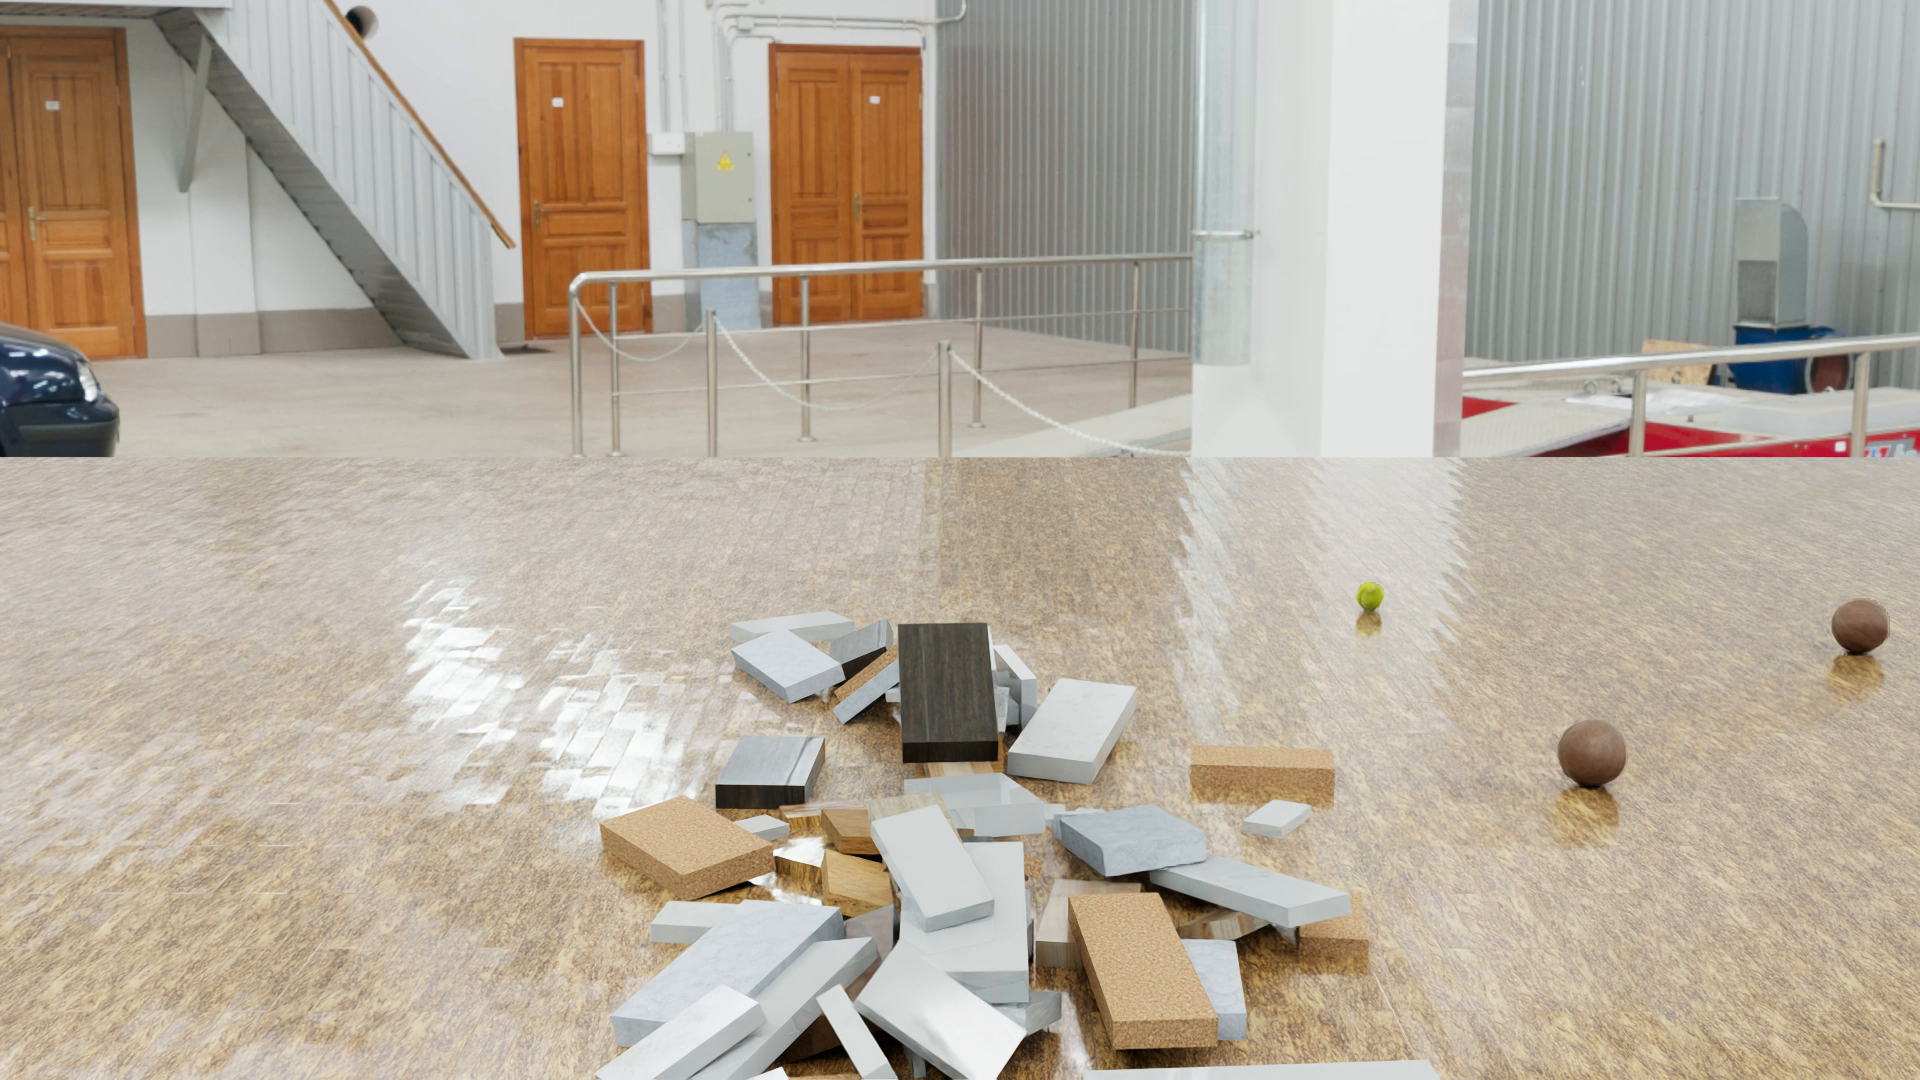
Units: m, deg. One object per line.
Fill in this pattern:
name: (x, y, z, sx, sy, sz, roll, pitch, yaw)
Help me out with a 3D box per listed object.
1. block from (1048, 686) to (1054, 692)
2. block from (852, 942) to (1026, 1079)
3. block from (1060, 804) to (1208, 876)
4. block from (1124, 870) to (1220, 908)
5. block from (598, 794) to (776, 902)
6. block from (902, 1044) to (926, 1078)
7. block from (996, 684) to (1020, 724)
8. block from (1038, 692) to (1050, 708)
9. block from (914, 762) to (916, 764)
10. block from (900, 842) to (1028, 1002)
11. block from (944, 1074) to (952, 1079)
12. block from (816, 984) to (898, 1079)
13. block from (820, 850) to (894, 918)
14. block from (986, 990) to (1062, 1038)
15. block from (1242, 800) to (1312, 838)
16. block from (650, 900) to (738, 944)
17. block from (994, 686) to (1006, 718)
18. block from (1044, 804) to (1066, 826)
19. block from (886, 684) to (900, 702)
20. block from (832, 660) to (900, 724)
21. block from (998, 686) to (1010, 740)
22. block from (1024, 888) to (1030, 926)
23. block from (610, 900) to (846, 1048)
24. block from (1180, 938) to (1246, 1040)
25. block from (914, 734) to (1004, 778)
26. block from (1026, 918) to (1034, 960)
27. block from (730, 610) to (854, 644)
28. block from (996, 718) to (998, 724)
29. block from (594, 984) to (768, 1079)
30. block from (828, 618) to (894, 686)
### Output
block: (0.246, 0.354, 4.884, 0.075, 0.021, 0.150, -1, 11, -7)
block: (-0.026, 0.621, 2.846, 0.203, 0.029, 0.102, 34, 53, 9)
block: (0.291, 0.511, 3.758, 0.172, 0.049, 0.344, -8, 2, -9)
block: (0.391, 0.566, 3.714, 0.109, 0.031, 0.218, -9, 14, -40)
block: (-0.475, 0.529, 3.804, 0.168, 0.048, 0.337, -16, 17, -30)
block: (-0.065, 0.684, 3.003, 0.016, 0.056, 0.112, -6, 11, -9)
block: (0.018, 0.340, 4.678, 0.144, 0.041, 0.289, -2, 10, -13)
block: (0.179, 0.377, 4.724, 0.119, 0.034, 0.238, -3, 11, -17)
block: (-0.004, 0.421, 4.189, 0.161, 0.046, 0.322, -1, 22, -3)
block: (0.005, 0.528, 3.065, 0.172, 0.049, 0.345, -1, 21, 1)
block: (0.017, 0.697, 2.985, 0.056, 0.016, 0.112, 4, 22, 9)
block: (-0.111, 0.679, 2.825, 0.037, 0.131, 0.261, -30, 17, -9)
block: (-0.170, 0.570, 3.613, 0.108, 0.031, 0.216, 16, 9, -8)
block: (0.052, 0.647, 3.016, 0.130, 0.037, 0.261, 0, -7, 13)
block: (0.582, 0.511, 4.035, 0.075, 0.021, 0.150, 6, 12, 29)
block: (-0.373, 0.609, 3.484, 0.211, 0.030, 0.105, 2, 11, 8)
block: (-0.003, 0.317, 4.333, 0.161, 0.046, 0.322, -1, -1, -3)
block: (0.168, 0.509, 4.067, 0.048, 0.014, 0.096, 1, 11, 6)
block: (-0.073, 0.320, 4.634, 0.150, 0.021, 0.075, -2, 13, 29)
block: (-0.134, 0.286, 4.724, 0.285, 0.040, 0.143, -38, -6, 24)
block: (0.058, 0.351, 4.507, 0.075, 0.021, 0.150, 7, 33, 1)
block: (0.011, 0.561, 3.410, 0.172, 0.049, 0.345, 1, -7, -2)
block: (-0.326, 0.622, 3.148, 0.171, 0.049, 0.343, -1, 19, 30)
block: (0.339, 0.654, 3.216, 0.142, 0.040, 0.284, 1, 11, 4)
block: (-0.001, 0.447, 4.001, 0.161, 0.046, 0.322, 0, 22, 0)
block: (0.017, 0.592, 3.249, 0.172, 0.049, 0.345, 0, -7, 4)
block: (-0.420, 0.225, 5.525, 0.278, 0.039, 0.139, -6, 12, -31)
block: (0.004, 0.424, 4.298, 0.144, 0.041, 0.289, 0, 22, 0)
block: (-0.368, 0.669, 2.899, 0.211, 0.030, 0.105, -32, 21, -28)
block: (-0.233, 0.262, 5.173, 0.147, 0.042, 0.294, -23, 10, 3)
